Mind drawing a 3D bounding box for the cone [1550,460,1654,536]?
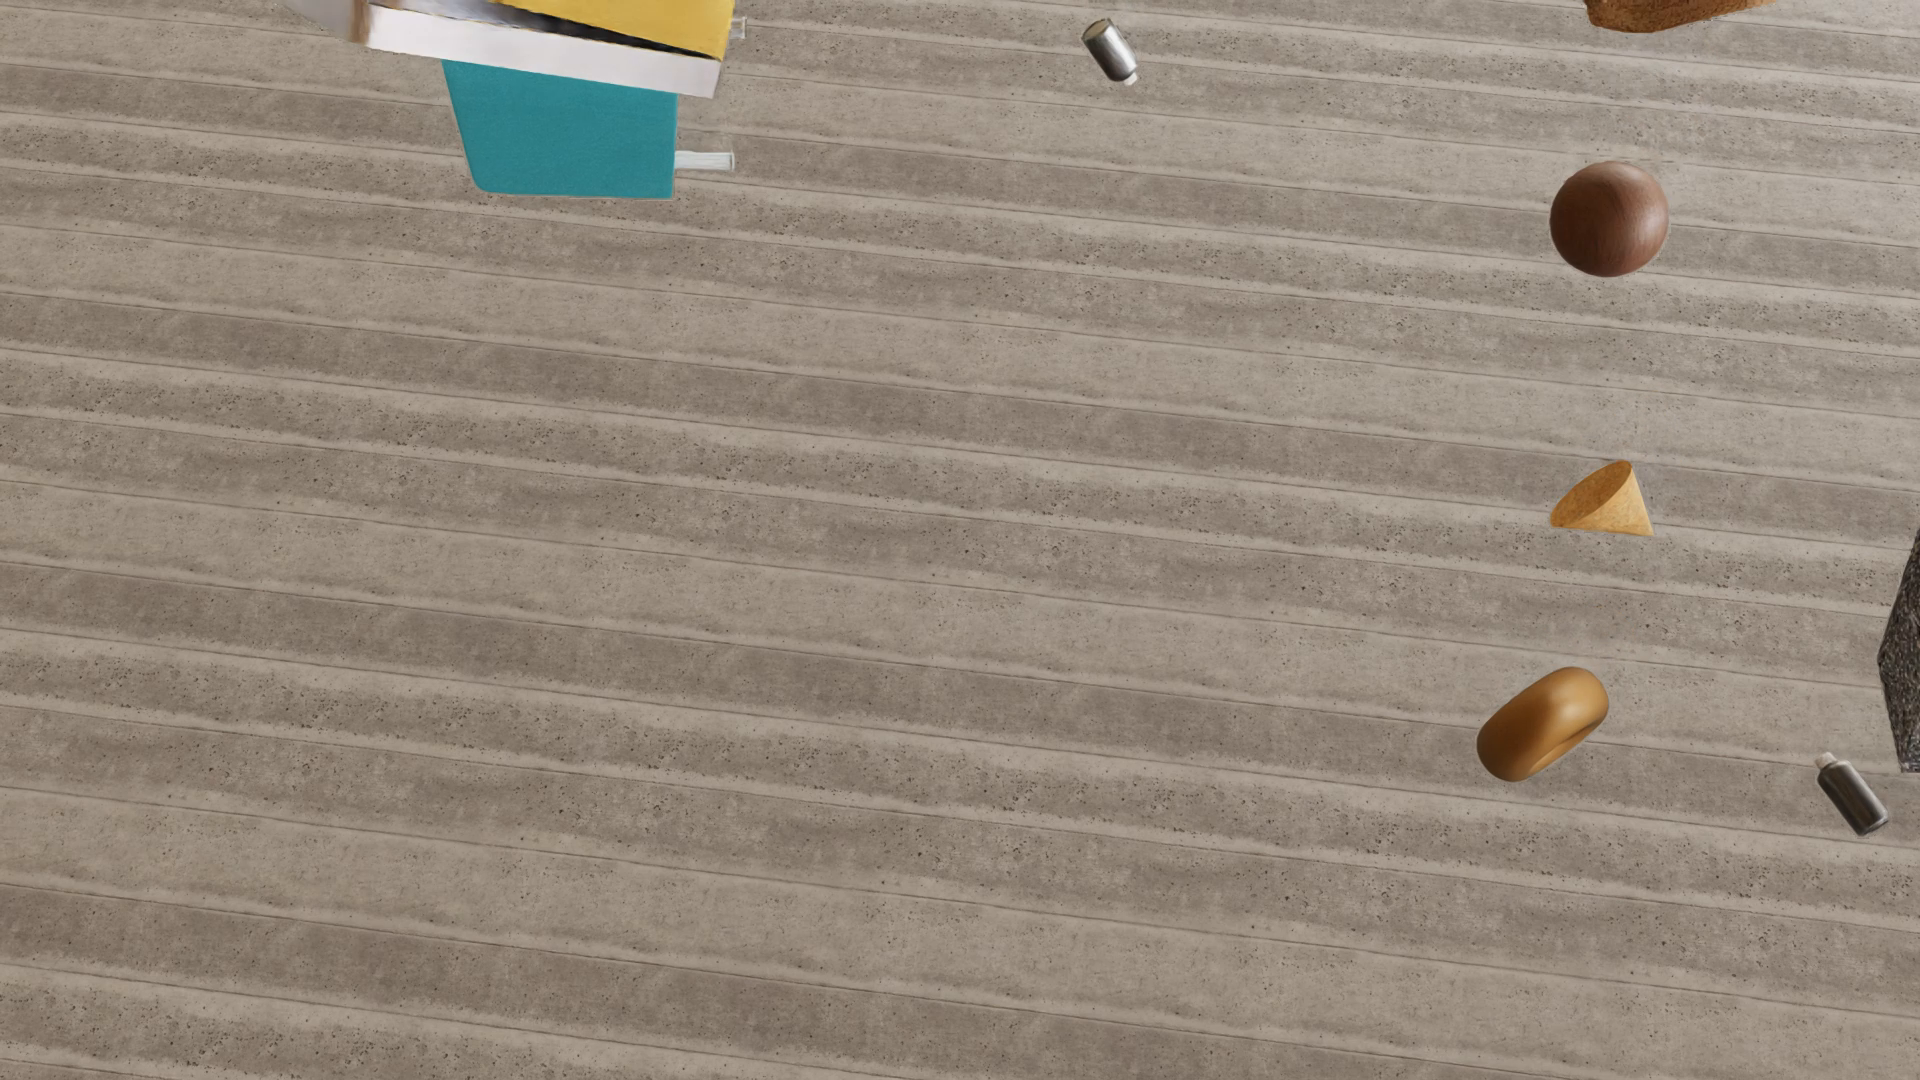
[{"bbox_3d":[1.221,-0.045,4.052,0.191,0.188,0.082,28,38,-30],"label":"cone"}]

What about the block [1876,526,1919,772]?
[{"bbox_3d":[1.463,0.148,3.007,0.309,0.317,0.199,-1,50,9],"label":"block"}]

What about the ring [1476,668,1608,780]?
[{"bbox_3d":[1.079,0.342,4.075,0.264,0.320,0.115,-38,71,6],"label":"ring"}]
